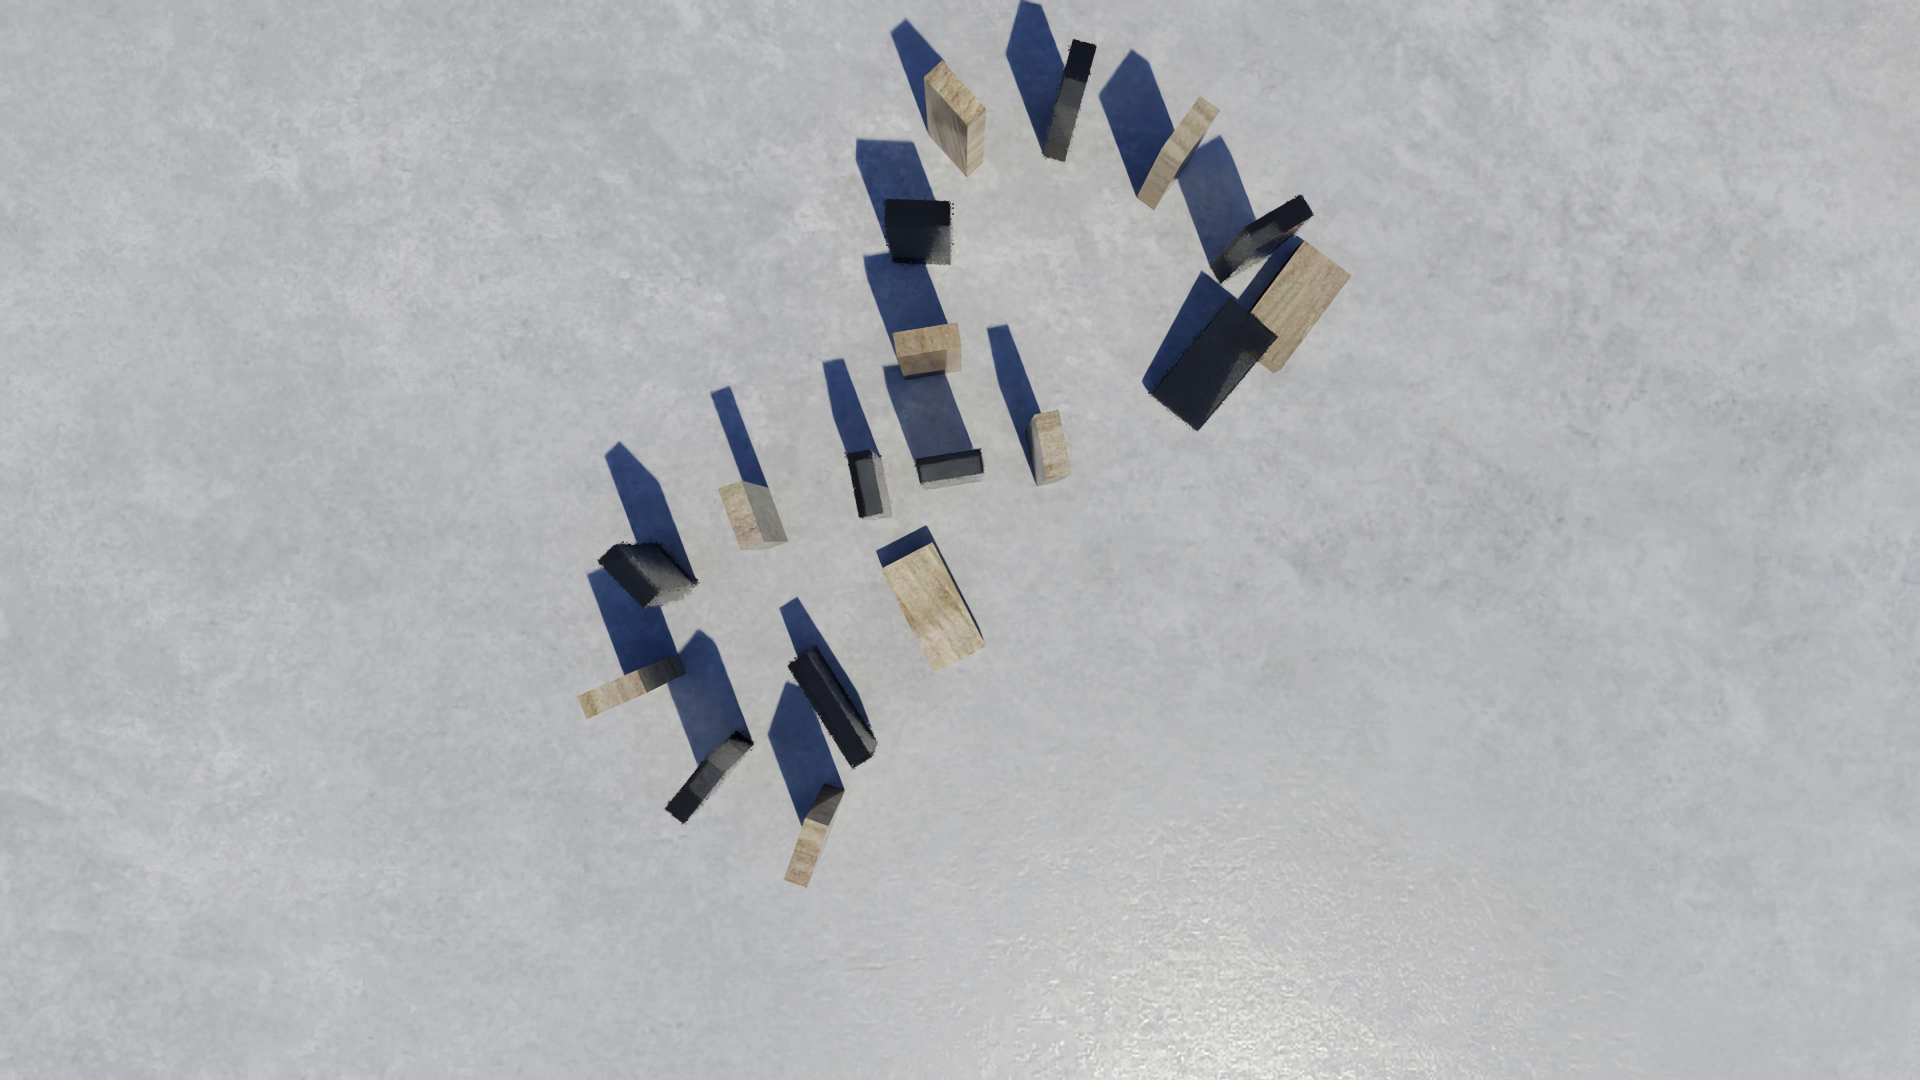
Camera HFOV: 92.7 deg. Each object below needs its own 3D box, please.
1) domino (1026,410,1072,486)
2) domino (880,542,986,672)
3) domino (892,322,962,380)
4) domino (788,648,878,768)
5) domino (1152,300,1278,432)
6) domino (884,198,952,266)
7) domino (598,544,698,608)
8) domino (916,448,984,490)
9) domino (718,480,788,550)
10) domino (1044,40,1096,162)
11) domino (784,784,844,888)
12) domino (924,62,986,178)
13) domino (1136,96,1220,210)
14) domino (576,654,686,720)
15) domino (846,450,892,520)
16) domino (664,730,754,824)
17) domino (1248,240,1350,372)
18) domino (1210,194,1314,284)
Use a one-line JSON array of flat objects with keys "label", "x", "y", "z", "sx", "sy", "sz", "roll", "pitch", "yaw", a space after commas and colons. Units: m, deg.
[{"label": "domino", "x": 0.036, "y": -0.037, "z": 0.375, "sx": 0.009, "sy": 0.050, "sz": 0.025, "roll": -12, "pitch": 90, "yaw": 0}, {"label": "domino", "x": -0.011, "y": 0.029, "z": 0.395, "sx": 0.025, "sy": 0.010, "sz": 0.050, "roll": -27, "pitch": 90, "yaw": 0}, {"label": "domino", "x": -0.013, "y": -0.076, "z": 0.375, "sx": 0.025, "sy": 0.050, "sz": 0.009, "roll": -9, "pitch": 90, "yaw": 0}, {"label": "domino", "x": -0.053, "y": 0.070, "z": 0.388, "sx": 0.009, "sy": 0.025, "sz": 0.050, "roll": -32, "pitch": 90, "yaw": 0}, {"label": "domino", "x": 0.108, "y": -0.074, "z": 0.390, "sx": 0.025, "sy": 0.009, "sz": 0.050, "roll": 39, "pitch": 103, "yaw": 0}, {"label": "domino", "x": -0.016, "y": -0.125, "z": 0.375, "sx": 0.025, "sy": 0.050, "sz": 0.010, "roll": 2, "pitch": 90, "yaw": 0}, {"label": "domino", "x": -0.127, "y": 0.014, "z": 0.375, "sx": 0.010, "sy": 0.050, "sz": 0.025, "roll": -44, "pitch": 90, "yaw": 0}, {"label": "domino", "x": -0.004, "y": -0.028, "z": 0.375, "sx": 0.025, "sy": 0.050, "sz": 0.009, "roll": -9, "pitch": 90, "yaw": 0}, {"label": "domino", "x": -0.084, "y": -0.009, "z": 0.375, "sx": 0.009, "sy": 0.050, "sz": 0.025, "roll": -20, "pitch": 90, "yaw": 0}, {"label": "domino", "x": 0.044, "y": -0.178, "z": 0.375, "sx": 0.009, "sy": 0.050, "sz": 0.025, "roll": 16, "pitch": 90, "yaw": 0}, {"label": "domino", "x": -0.059, "y": 0.120, "z": 0.375, "sx": 0.009, "sy": 0.050, "sz": 0.025, "roll": 19, "pitch": 90, "yaw": 0}, {"label": "domino", "x": -0.002, "y": -0.171, "z": 0.375, "sx": 0.010, "sy": 0.050, "sz": 0.025, "roll": -42, "pitch": 90, "yaw": 0}, {"label": "domino", "x": 0.088, "y": -0.157, "z": 0.375, "sx": 0.009, "sy": 0.050, "sz": 0.025, "roll": 36, "pitch": 90, "yaw": 0}, {"label": "domino", "x": -0.133, "y": 0.059, "z": 0.375, "sx": 0.025, "sy": 0.050, "sz": 0.010, "roll": -24, "pitch": 90, "yaw": 0}, {"label": "domino", "x": -0.036, "y": -0.022, "z": 0.375, "sx": 0.010, "sy": 0.050, "sz": 0.025, "roll": -11, "pitch": 90, "yaw": 0}, {"label": "domino", "x": -0.101, "y": 0.096, "z": 0.375, "sx": 0.009, "sy": 0.050, "sz": 0.025, "roll": 39, "pitch": 90, "yaw": 0}, {"label": "domino", "x": 0.142, "y": -0.100, "z": 0.395, "sx": 0.025, "sy": 0.010, "sz": 0.050, "roll": 37, "pitch": 90, "yaw": 0}, {"label": "domino", "x": 0.122, "y": -0.122, "z": 0.375, "sx": 0.025, "sy": 0.050, "sz": 0.009, "roll": -30, "pitch": 90, "yaw": 0}]
